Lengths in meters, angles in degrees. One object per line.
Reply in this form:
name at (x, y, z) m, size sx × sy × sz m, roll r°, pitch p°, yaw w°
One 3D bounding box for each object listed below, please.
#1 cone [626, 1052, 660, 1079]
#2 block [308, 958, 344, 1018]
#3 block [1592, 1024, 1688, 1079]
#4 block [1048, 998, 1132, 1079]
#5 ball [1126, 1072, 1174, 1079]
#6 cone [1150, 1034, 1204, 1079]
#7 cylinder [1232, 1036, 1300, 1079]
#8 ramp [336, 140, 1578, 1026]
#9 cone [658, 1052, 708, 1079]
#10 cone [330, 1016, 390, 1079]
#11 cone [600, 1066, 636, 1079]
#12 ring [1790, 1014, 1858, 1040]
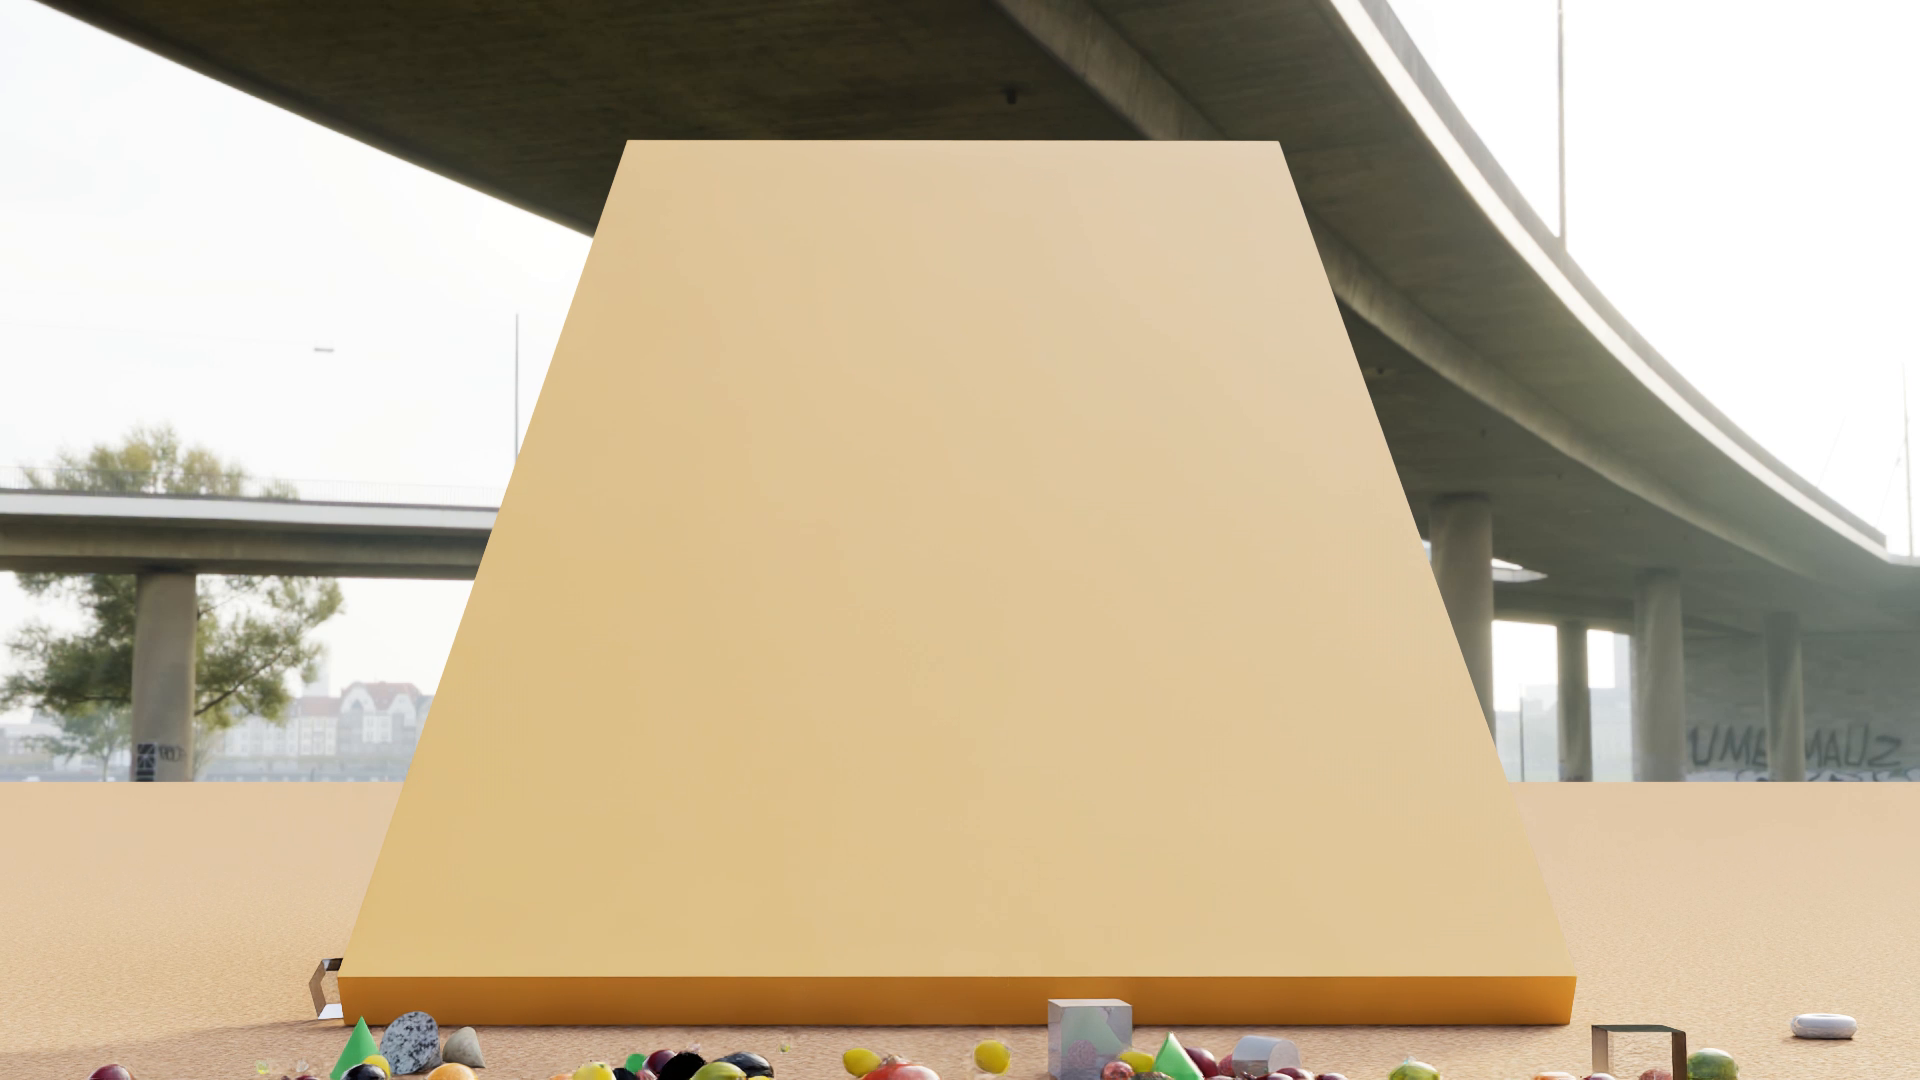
cone at (-0.422, 0.697, 3.076) m, size 0.055 × 0.055 × 0.055 m, roll -5°, pitch 29°, yaw 41°
block at (-1.042, 0.753, 4.032) m, size 0.071 × 0.071 × 0.071 m, roll 4°, pitch -46°, yaw -38°
block at (0.847, 0.655, 2.992) m, size 0.091 × 0.091 × 0.091 m, roll 0°, pitch -6°, yaw -2°
block at (0.176, 0.678, 3.260) m, size 0.097 × 0.097 × 0.097 m, roll 1°, pitch -6°, yaw -8°
ball at (0.205, 0.615, 2.572) m, size 0.089 × 0.089 × 0.089 m, roll 0°, pitch -6°, yaw 0°
cone at (0.282, 0.674, 2.947) m, size 0.099 × 0.099 × 0.099 m, roll 26°, pitch -3°, yaw 7°
cylinder at (0.401, 0.683, 3.139) m, size 0.063 × 0.063 × 0.063 m, roll 5°, pitch -7°, yaw -41°
ramp at (-0.012, -0.218, 5.643) m, size 2.000 × 0.100 × 4.000 m, roll 0°, pitch 29°, yaw 0°
cone at (-0.335, 0.688, 3.012) m, size 0.067 × 0.067 × 0.067 m, roll -2°, pitch -32°, yaw 17°
cone at (-0.811, 0.684, 3.245) m, size 0.082 × 0.082 × 0.082 m, roll 0°, pitch -6°, yaw 0°
cone at (-0.406, 0.682, 2.929) m, size 0.057 × 0.057 × 0.057 m, roll -3°, pitch -39°, yaw 29°
ring at (1.344, 0.757, 3.734) m, size 0.100 × 0.033 × 0.100 m, roll -1°, pitch -7°, yaw 0°
